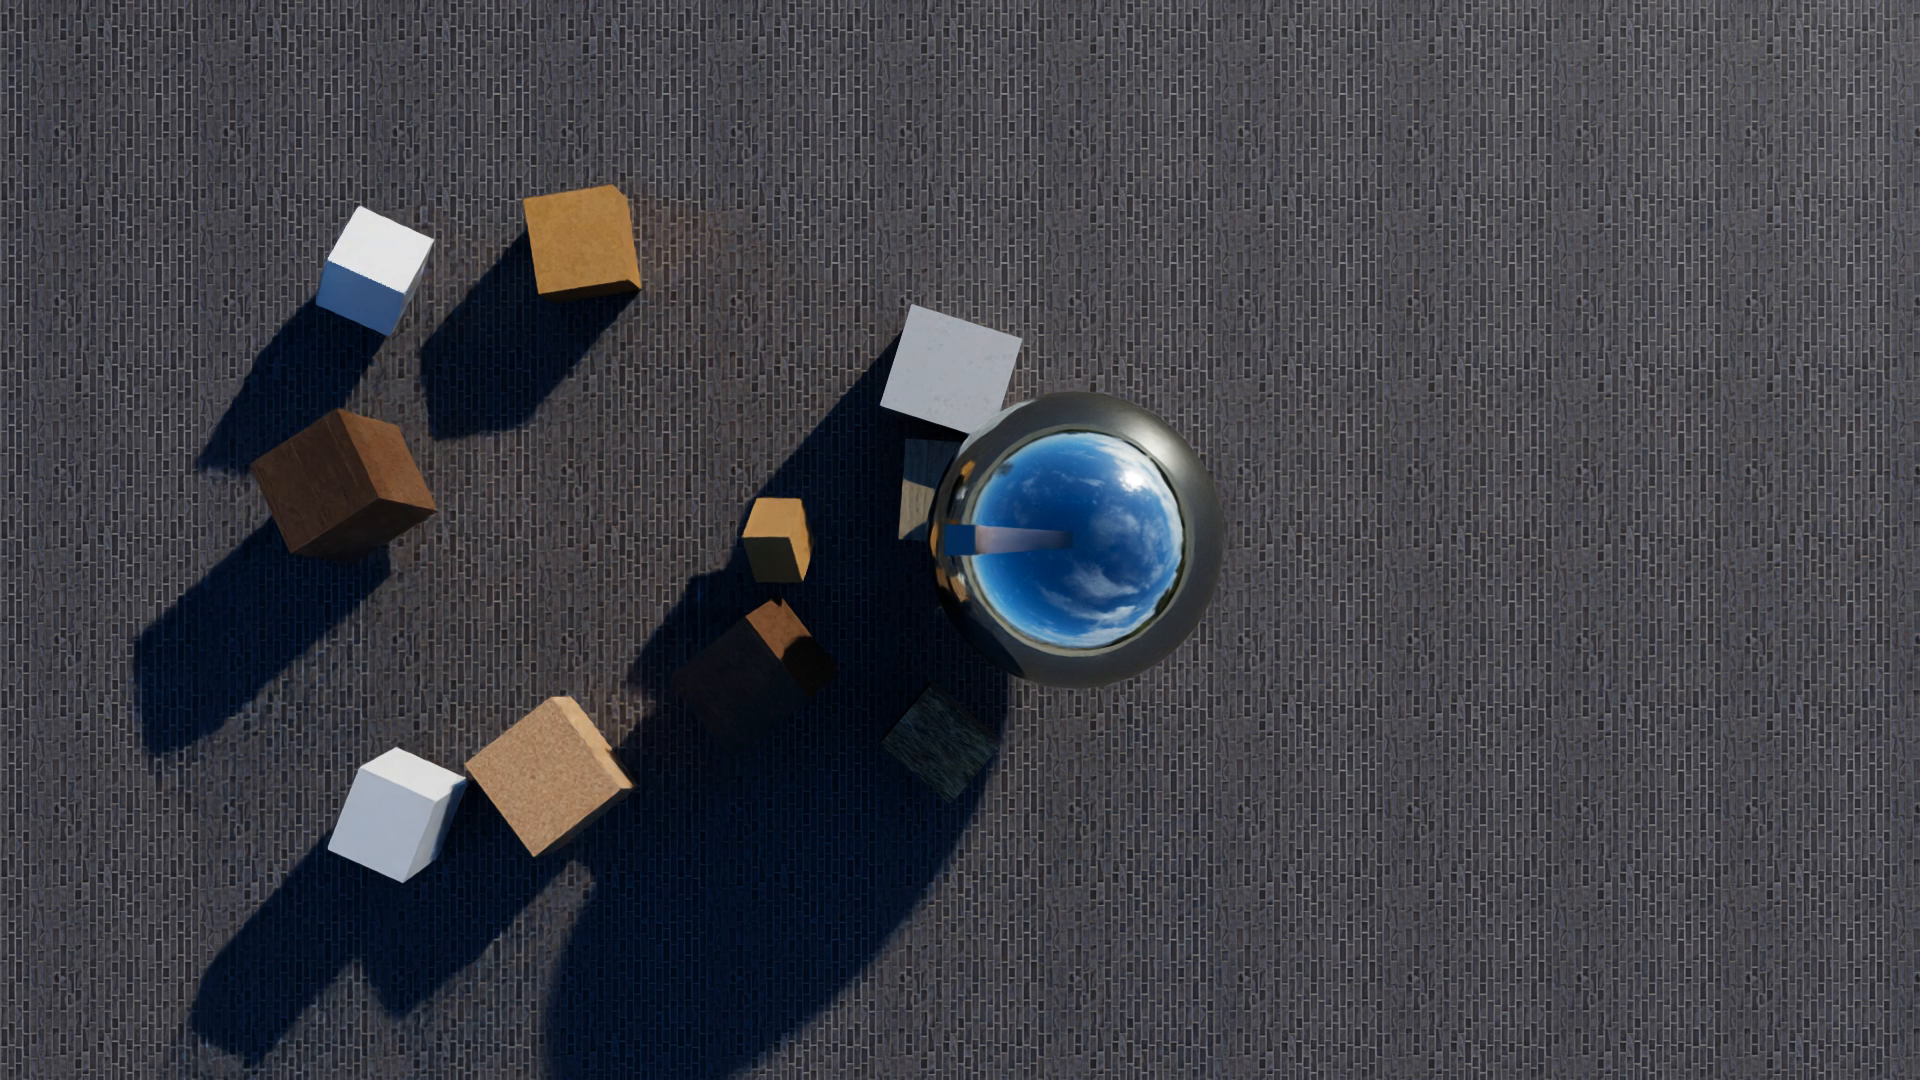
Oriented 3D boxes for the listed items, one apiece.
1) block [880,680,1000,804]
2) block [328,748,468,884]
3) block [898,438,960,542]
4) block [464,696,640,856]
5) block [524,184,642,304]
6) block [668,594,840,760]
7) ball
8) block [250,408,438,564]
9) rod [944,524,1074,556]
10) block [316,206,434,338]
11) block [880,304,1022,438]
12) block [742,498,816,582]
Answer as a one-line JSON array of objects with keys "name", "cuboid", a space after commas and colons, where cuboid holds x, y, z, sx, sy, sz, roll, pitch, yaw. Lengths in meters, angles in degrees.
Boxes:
[{"name": "block", "cuboid": [-0.112, 1.161, 12.728, 0.527, 0.545, 0.433, 41, 90, 0]}, {"name": "block", "cuboid": [-3.190, 1.558, 12.517, 0.470, 0.590, 0.509, 24, 97, 3]}, {"name": "block", "cuboid": [-0.058, -0.272, 12.739, 0.543, 0.523, 0.574, 4, 90, 0]}, {"name": "block", "cuboid": [-2.336, 1.355, 12.656, 0.617, 0.603, 0.658, -38, 85, -1]}, {"name": "block", "cuboid": [-2.181, -1.708, 12.744, 0.520, 0.512, 0.548, -9, 90, 0]}, {"name": "block", "cuboid": [-1.177, 0.779, 12.628, 0.617, 0.579, 0.582, -38, 90, 18]}, {"name": "ball", "cuboid": [0.613, 0.000, 11.795, 1.600, 1.600, 1.600, 0, 90, 0]}, {"name": "block", "cuboid": [-3.512, -0.297, 12.561, 0.618, 0.666, 0.583, -31, 78, 10]}, {"name": "rod", "cuboid": [0.266, 0.000, 8.412, 0.080, 5.200, 0.080, 0, 90, 6]}, {"name": "block", "cuboid": [-3.360, -1.539, 12.621, 0.459, 0.413, 0.457, 24, 51, -10]}, {"name": "block", "cuboid": [-0.050, -0.939, 12.648, 0.650, 0.705, 0.596, 17, 90, 0]}, {"name": "block", "cuboid": [-1.041, 0.001, 12.664, 0.283, 0.340, 0.349, 0, 132, 14]}]
